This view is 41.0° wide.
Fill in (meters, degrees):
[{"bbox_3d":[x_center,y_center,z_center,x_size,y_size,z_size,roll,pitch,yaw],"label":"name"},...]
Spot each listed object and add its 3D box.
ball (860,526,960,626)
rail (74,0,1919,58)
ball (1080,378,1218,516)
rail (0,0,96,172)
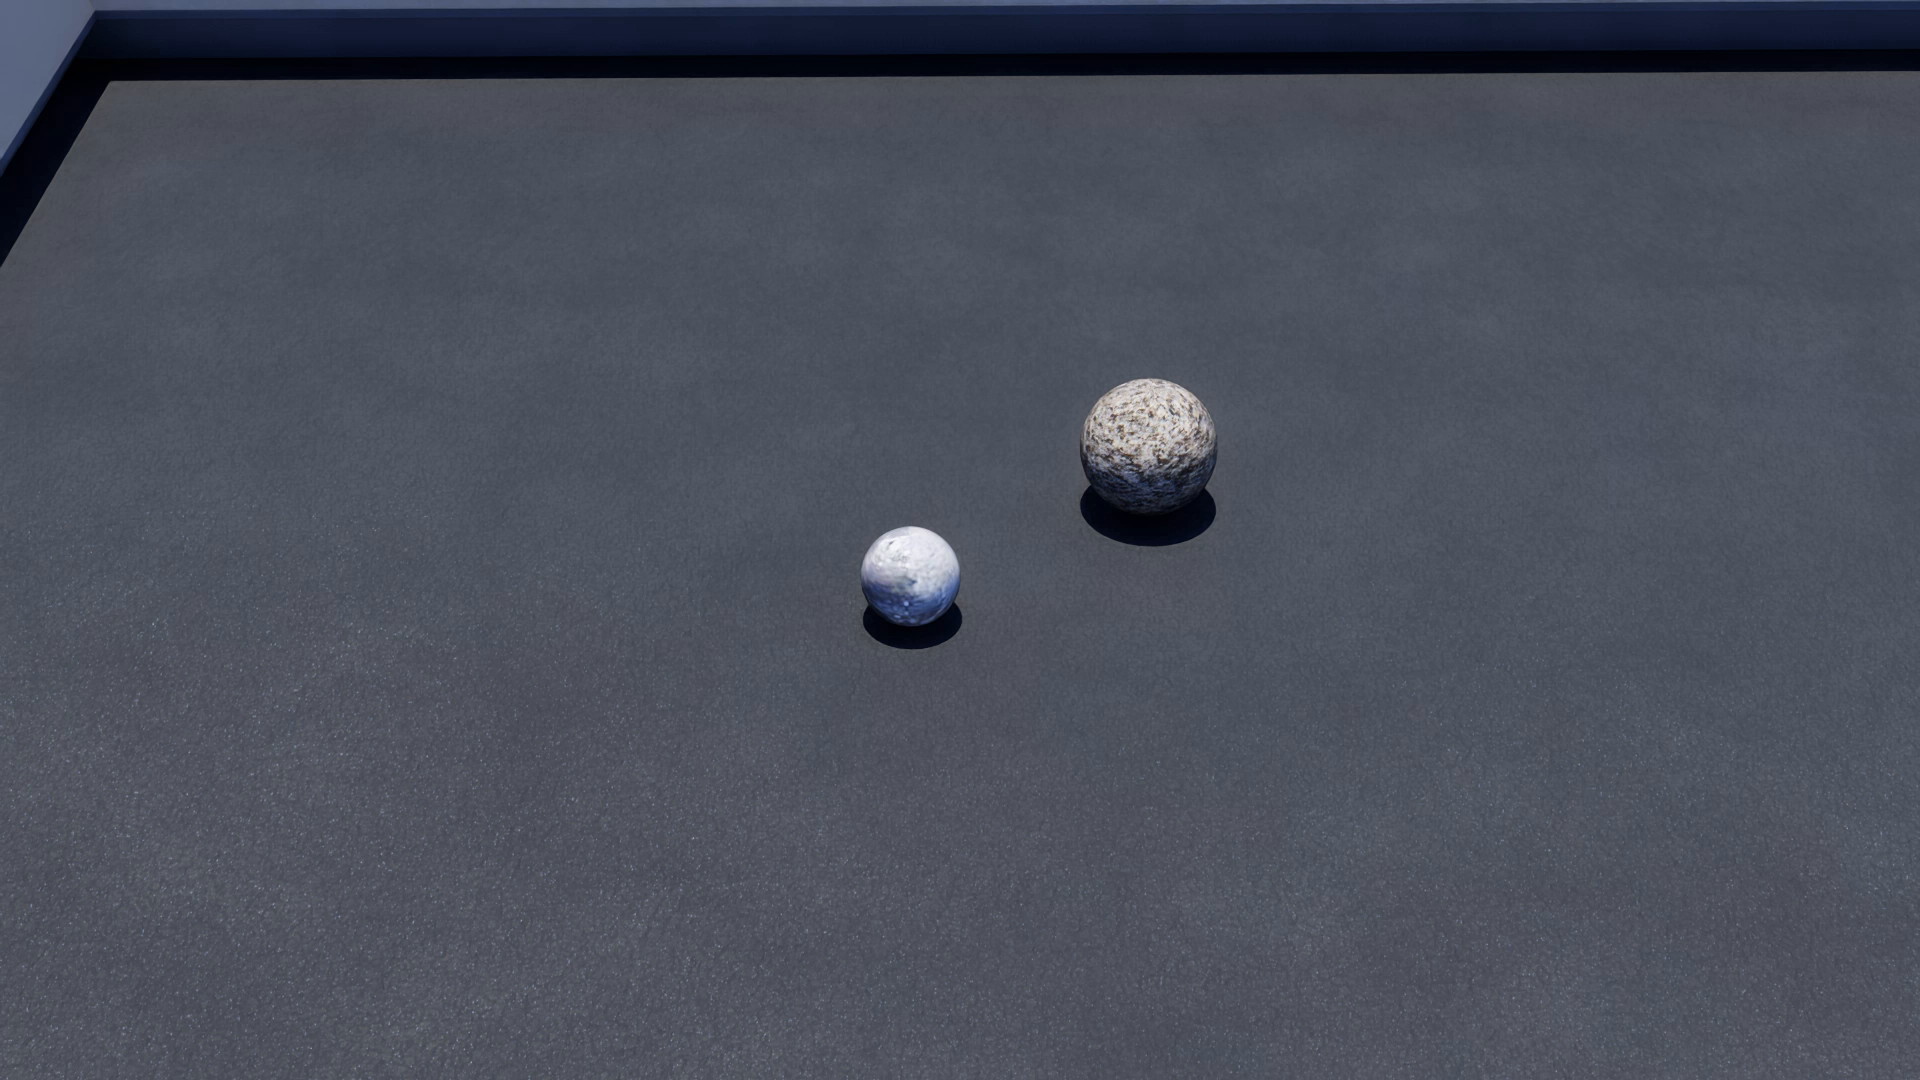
[{"bbox_3d":[-0.032,0.024,1.680,0.066,0.066,0.066,0,36,0],"label":"ball"},{"bbox_3d":[0.809,-0.501,2.359,3.277,0.124,0.045,0,36,-1],"label":"rail"},{"bbox_3d":[0.131,-0.064,1.777,0.096,0.096,0.096,0,36,0],"label":"ball"},{"bbox_3d":[-0.795,-0.013,1.679,0.045,0.124,1.681,0,36,-1],"label":"rail"}]
